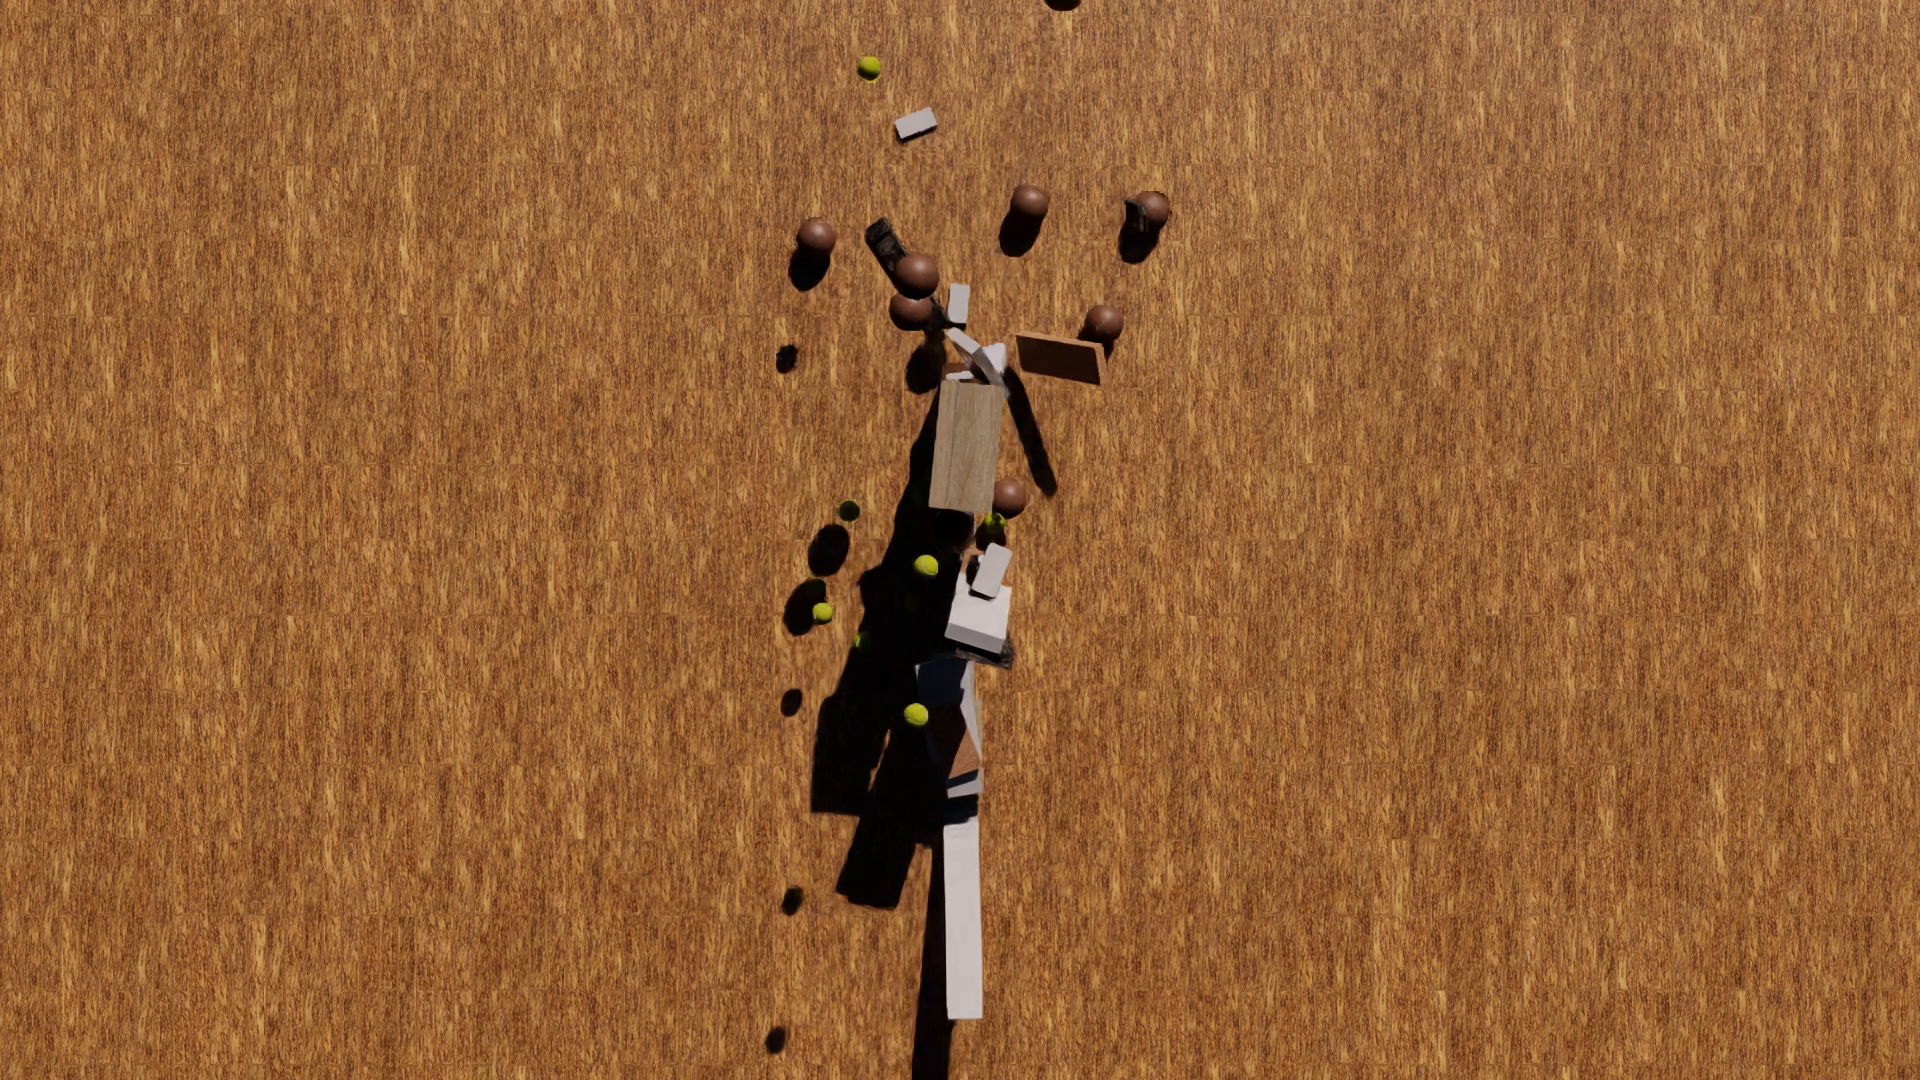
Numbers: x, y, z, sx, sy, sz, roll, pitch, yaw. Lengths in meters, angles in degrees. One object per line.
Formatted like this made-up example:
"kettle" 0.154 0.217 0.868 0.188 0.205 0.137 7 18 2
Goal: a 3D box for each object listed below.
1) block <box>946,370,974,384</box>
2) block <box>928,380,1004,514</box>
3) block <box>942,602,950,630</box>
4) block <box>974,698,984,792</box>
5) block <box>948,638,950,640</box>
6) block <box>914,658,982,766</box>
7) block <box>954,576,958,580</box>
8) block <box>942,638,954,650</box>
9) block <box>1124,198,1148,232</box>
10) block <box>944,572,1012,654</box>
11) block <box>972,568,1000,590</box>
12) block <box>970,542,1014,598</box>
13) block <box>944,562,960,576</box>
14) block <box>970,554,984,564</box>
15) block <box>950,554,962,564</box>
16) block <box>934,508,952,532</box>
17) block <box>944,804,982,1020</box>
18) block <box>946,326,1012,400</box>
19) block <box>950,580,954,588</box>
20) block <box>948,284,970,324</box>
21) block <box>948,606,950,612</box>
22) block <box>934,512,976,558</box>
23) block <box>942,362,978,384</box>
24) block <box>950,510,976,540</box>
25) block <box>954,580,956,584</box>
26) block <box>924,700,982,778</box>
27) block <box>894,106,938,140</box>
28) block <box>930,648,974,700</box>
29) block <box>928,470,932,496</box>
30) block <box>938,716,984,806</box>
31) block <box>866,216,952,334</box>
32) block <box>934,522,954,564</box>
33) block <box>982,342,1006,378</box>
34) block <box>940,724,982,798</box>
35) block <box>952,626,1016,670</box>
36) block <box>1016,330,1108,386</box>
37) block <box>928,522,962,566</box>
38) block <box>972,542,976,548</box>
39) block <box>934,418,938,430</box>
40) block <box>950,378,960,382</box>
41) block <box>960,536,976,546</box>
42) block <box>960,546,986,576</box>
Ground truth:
"block" 0.000 -0.503 5.165 0.081 0.162 0.023 -9 88 0
"block" 0.018 -0.258 4.572 0.176 0.050 0.352 6 92 -2
"block" -0.003 0.282 5.419 0.101 0.029 0.203 -1 134 0
"block" 0.005 0.681 5.456 0.139 0.039 0.308 -1 81 0
"block" 0.027 0.226 5.295 0.101 0.029 0.203 9 101 -2
"block" -0.038 0.553 5.327 0.167 0.047 0.333 -9 94 2
"block" 0.006 0.089 5.380 0.055 0.016 0.110 0 90 -5
"block" -0.018 0.380 5.392 0.088 0.025 0.176 14 109 -6
"block" 0.449 -0.827 4.203 0.018 0.130 0.065 -12 112 -6
"block" 0.055 0.209 4.810 0.166 0.375 0.047 17 112 -2
"block" 0.078 0.119 4.921 0.074 0.149 0.021 16 101 -5
"block" 0.093 0.087 4.833 0.074 0.021 0.148 22 90 -8
"block" 0.026 0.096 5.200 0.120 0.346 0.034 5 87 -5
"block" 0.079 0.055 4.915 0.074 0.149 0.021 -2 91 -8
"block" -0.013 0.058 5.161 0.068 0.136 0.019 7 83 0
"block" -0.036 -0.078 4.968 0.064 0.018 0.128 -3 131 -22
"block" 0.008 1.155 5.355 0.113 0.032 0.774 -1 70 0
"block" 0.056 -0.517 4.869 0.036 0.254 0.127 -45 53 -5
"block" 0.000 0.147 5.443 0.055 0.110 0.016 6 80 -3
"block" -0.004 -0.786 5.489 0.065 0.018 0.130 6 90 3
"block" 0.028 0.229 5.158 0.120 0.240 0.034 12 88 -3
"block" -0.012 -0.056 5.247 0.118 0.034 0.237 4 90 0
"block" -0.001 -0.453 5.263 0.110 0.031 0.221 0 90 -1
"block" 0.007 -0.071 4.909 0.064 0.018 0.128 -21 120 -16
"block" 0.033 0.166 5.398 0.101 0.203 0.029 0 76 -1
"block" -0.021 0.635 5.248 0.113 0.032 0.226 -20 101 4
"block" -0.147 -1.388 5.491 0.130 0.018 0.065 -22 90 0
"block" -0.023 0.493 5.389 0.139 0.039 0.277 -2 106 0
"block" -0.004 -0.166 4.833 0.176 0.462 0.050 -6 88 -1
"block" -0.003 0.722 5.385 0.139 0.039 0.277 -4 94 1
"block" -0.172 -0.876 5.468 0.081 0.023 0.414 -32 90 33
"block" -0.046 0.007 4.996 0.018 0.128 0.064 34 53 28
"block" 0.104 -0.574 5.322 0.081 0.162 0.023 -13 130 15
"block" -0.003 0.710 5.298 0.113 0.032 0.226 -10 103 2
"block" 0.064 0.297 4.831 0.167 0.333 0.047 14 100 -5
"block" 0.324 -0.584 5.284 0.036 0.365 0.127 -29 119 -33
"block" -0.045 0.005 5.066 0.068 0.019 0.136 -17 104 -3
"block" -0.011 0.017 5.382 0.118 0.237 0.034 0 90 0
"block" 0.020 -0.330 4.772 0.176 0.352 0.050 19 99 -2
"block" 0.031 -0.403 4.817 0.127 0.254 0.036 17 109 -10
"block" -0.005 -0.017 5.154 0.068 0.136 0.019 30 93 23
"block" 0.048 0.151 5.013 0.120 0.034 0.240 12 93 -5
